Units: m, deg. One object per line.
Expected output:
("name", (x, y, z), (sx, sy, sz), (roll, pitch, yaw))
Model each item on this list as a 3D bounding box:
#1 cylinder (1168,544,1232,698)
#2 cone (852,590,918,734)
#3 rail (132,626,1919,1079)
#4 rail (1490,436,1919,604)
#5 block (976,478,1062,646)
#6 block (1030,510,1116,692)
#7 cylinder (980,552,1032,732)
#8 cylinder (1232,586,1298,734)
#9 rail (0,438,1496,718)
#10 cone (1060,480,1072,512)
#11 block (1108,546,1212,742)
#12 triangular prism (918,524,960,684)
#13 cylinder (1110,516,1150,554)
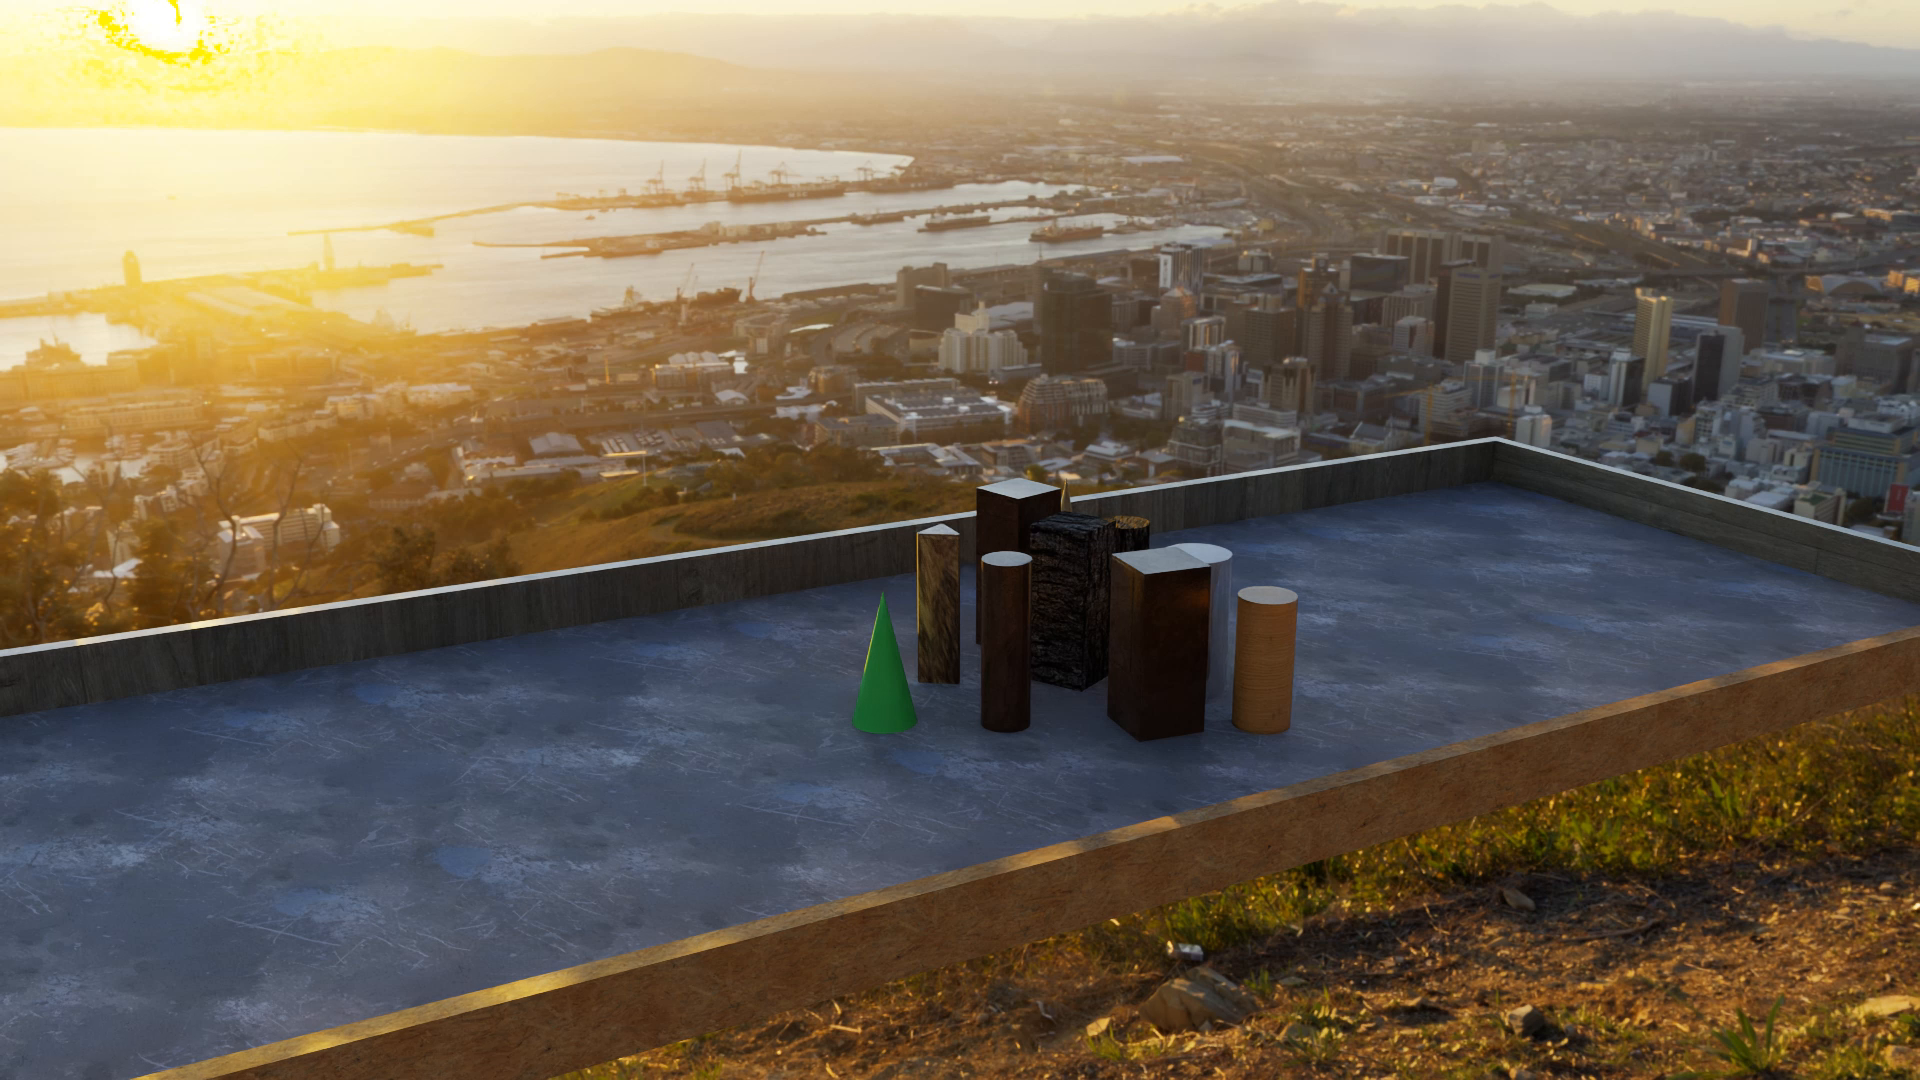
("cylinder", (0.577, 0.198, 4.064), (0.170, 0.347, 0.170), (0, 16, 0))
("cone", (-0.178, 0.272, 3.854), (0.154, 0.325, 0.154), (0, 16, 0))
("rail", (-2.336, 1.006, 1.665), (12.000, 0.150, 0.050), (-9, 18, -27))
("rail", (2.466, -0.048, 5.253), (0.050, 0.150, 2.100), (-9, 18, -27))
("block", (0.153, 0.072, 4.347), (0.156, 0.431, 0.156), (-15, 22, -41))
("block", (0.280, 0.151, 4.123), (0.154, 0.405, 0.154), (11, 20, 33))
("cylinder", (0.107, 0.237, 3.829), (0.116, 0.405, 0.116), (0, 16, 0))
("cylinder", (0.709, 0.279, 3.840), (0.137, 0.318, 0.137), (0, 16, 0))
("rail", (-3.305, 0.497, 3.399), (12.000, 0.150, 0.050), (-9, 18, -27))
("cone", (0.295, 0.013, 4.623), (0.145, 0.388, 0.145), (0, 16, 0))
("block", (0.459, 0.239, 3.826), (0.168, 0.403, 0.168), (-6, 17, -20))
("triangular prism", (-0.049, 0.159, 4.123), (0.103, 0.389, 0.090), (2, 16, 6))
("cylinder", (0.435, 0.113, 4.376), (0.126, 0.334, 0.126), (0, 16, 0))
